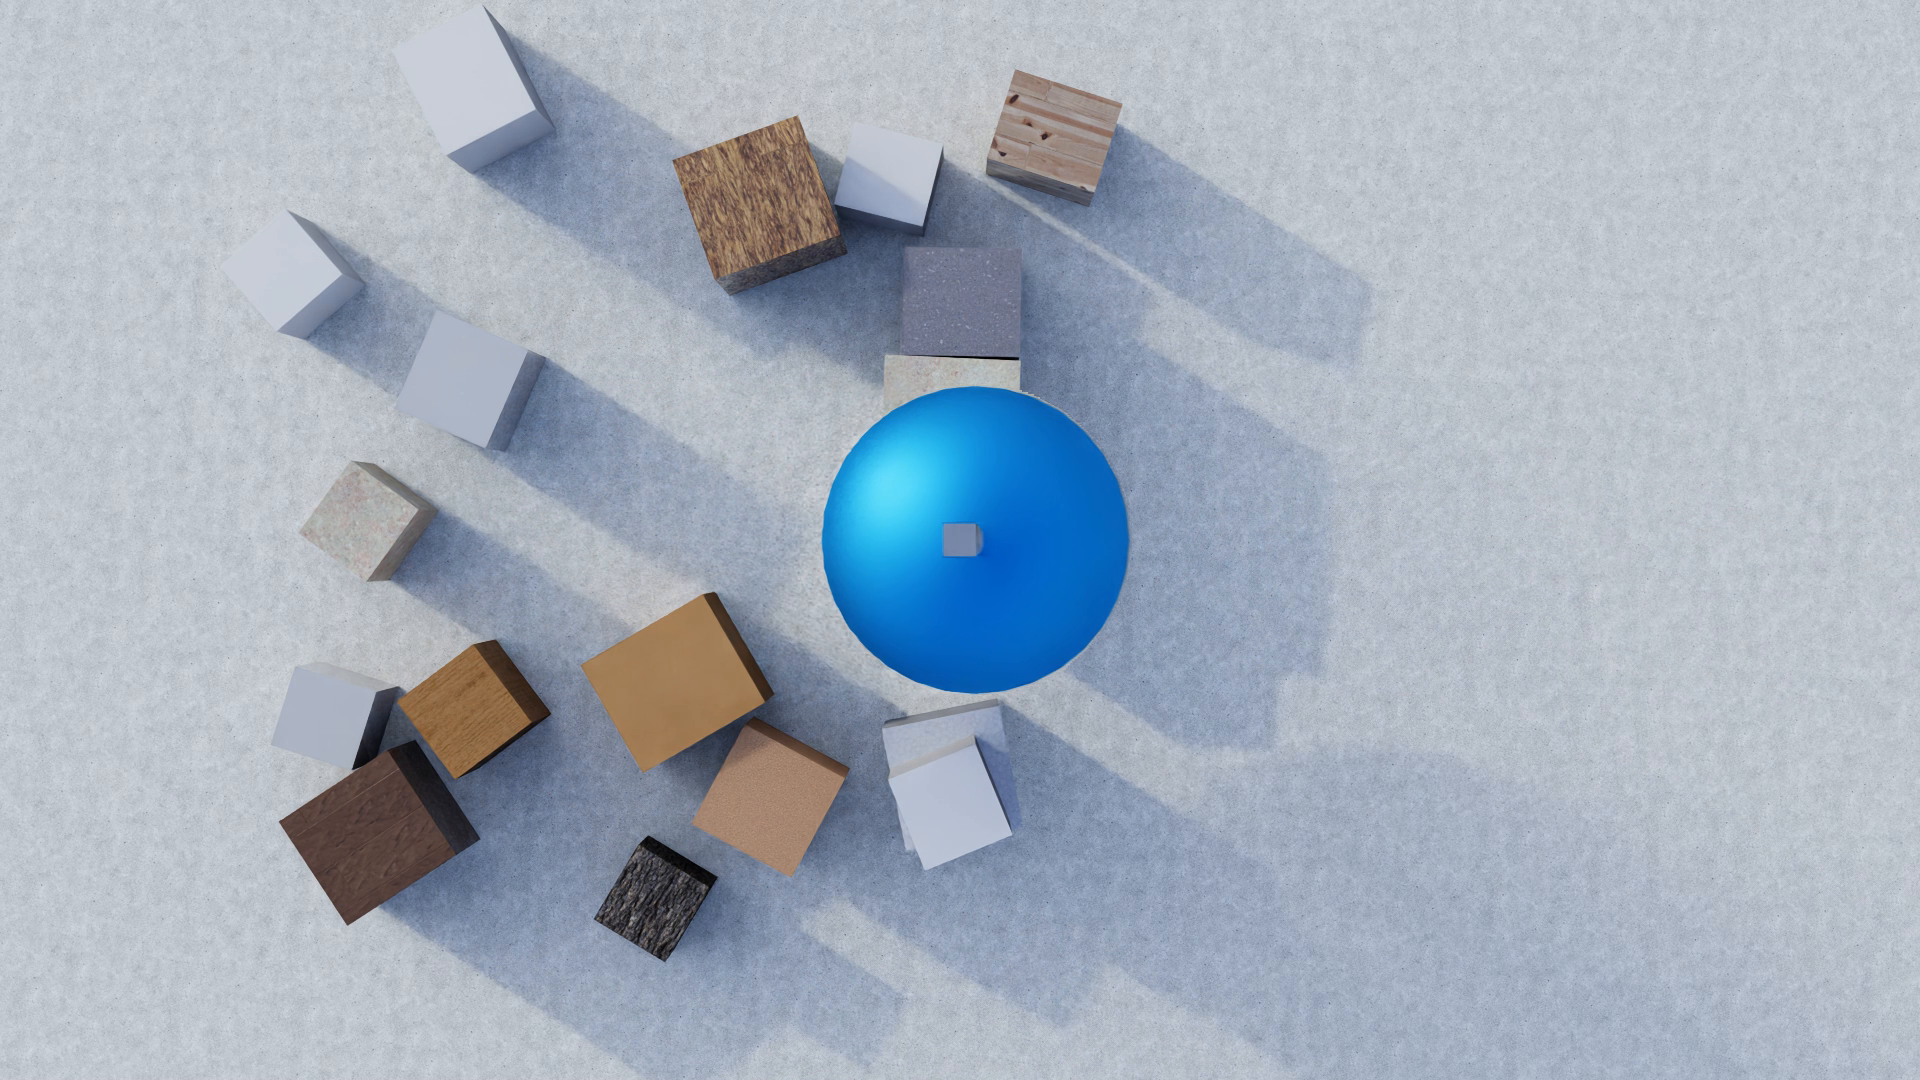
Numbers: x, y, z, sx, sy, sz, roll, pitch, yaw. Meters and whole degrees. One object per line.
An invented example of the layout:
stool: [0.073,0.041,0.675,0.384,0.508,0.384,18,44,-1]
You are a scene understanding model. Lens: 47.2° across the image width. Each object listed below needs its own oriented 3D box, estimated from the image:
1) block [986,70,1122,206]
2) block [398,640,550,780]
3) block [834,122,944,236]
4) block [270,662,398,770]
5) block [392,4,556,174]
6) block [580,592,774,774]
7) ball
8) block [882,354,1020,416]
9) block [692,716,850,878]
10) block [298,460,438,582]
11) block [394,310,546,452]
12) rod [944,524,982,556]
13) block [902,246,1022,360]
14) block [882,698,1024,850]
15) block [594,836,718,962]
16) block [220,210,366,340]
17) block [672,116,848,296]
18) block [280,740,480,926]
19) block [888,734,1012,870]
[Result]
block: [0.537,-2.317,12.724,0.640,0.552,0.528,18,90,0]
block: [-2.796,0.969,12.698,0.539,0.605,0.551,-37,90,0]
block: [-0.408,-2.090,12.781,0.522,0.438,0.485,14,90,0]
block: [-3.617,1.013,12.746,0.483,0.507,0.469,18,90,0]
block: [-2.794,-2.593,12.689,0.571,0.622,0.669,-27,90,0]
block: [-1.615,0.808,12.681,0.795,0.638,0.703,-30,90,0]
ball: [0.081,0.000,11.416,1.600,1.600,1.600,0,90,0]
block: [-0.054,-0.694,12.673,0.761,0.654,0.659,3,90,0]
block: [-1.086,1.477,12.719,0.646,0.563,0.639,28,90,0]
block: [-3.421,-0.107,12.752,0.475,0.495,0.510,36,90,0]
block: [-2.823,-0.911,12.725,0.565,0.550,0.610,23,90,0]
rod: [0.035,0.000,8.016,0.080,5.200,0.080,0,90,1]
block: [0.010,-1.338,12.672,0.663,0.656,0.608,1,90,0]
block: [-0.042,1.344,12.702,0.674,0.596,0.698,-11,90,0]
block: [-1.766,2.082,12.798,0.481,0.403,0.500,31,90,0]
block: [-3.856,-1.532,12.743,0.497,0.513,0.491,-41,90,0]
block: [-1.129,-1.900,12.596,0.743,0.808,0.704,-20,90,0]
block: [-3.333,1.676,12.682,0.733,0.635,0.704,-33,90,0]
block: [-0.053,1.435,12.106,0.507,0.597,0.527,-22,90,0]
